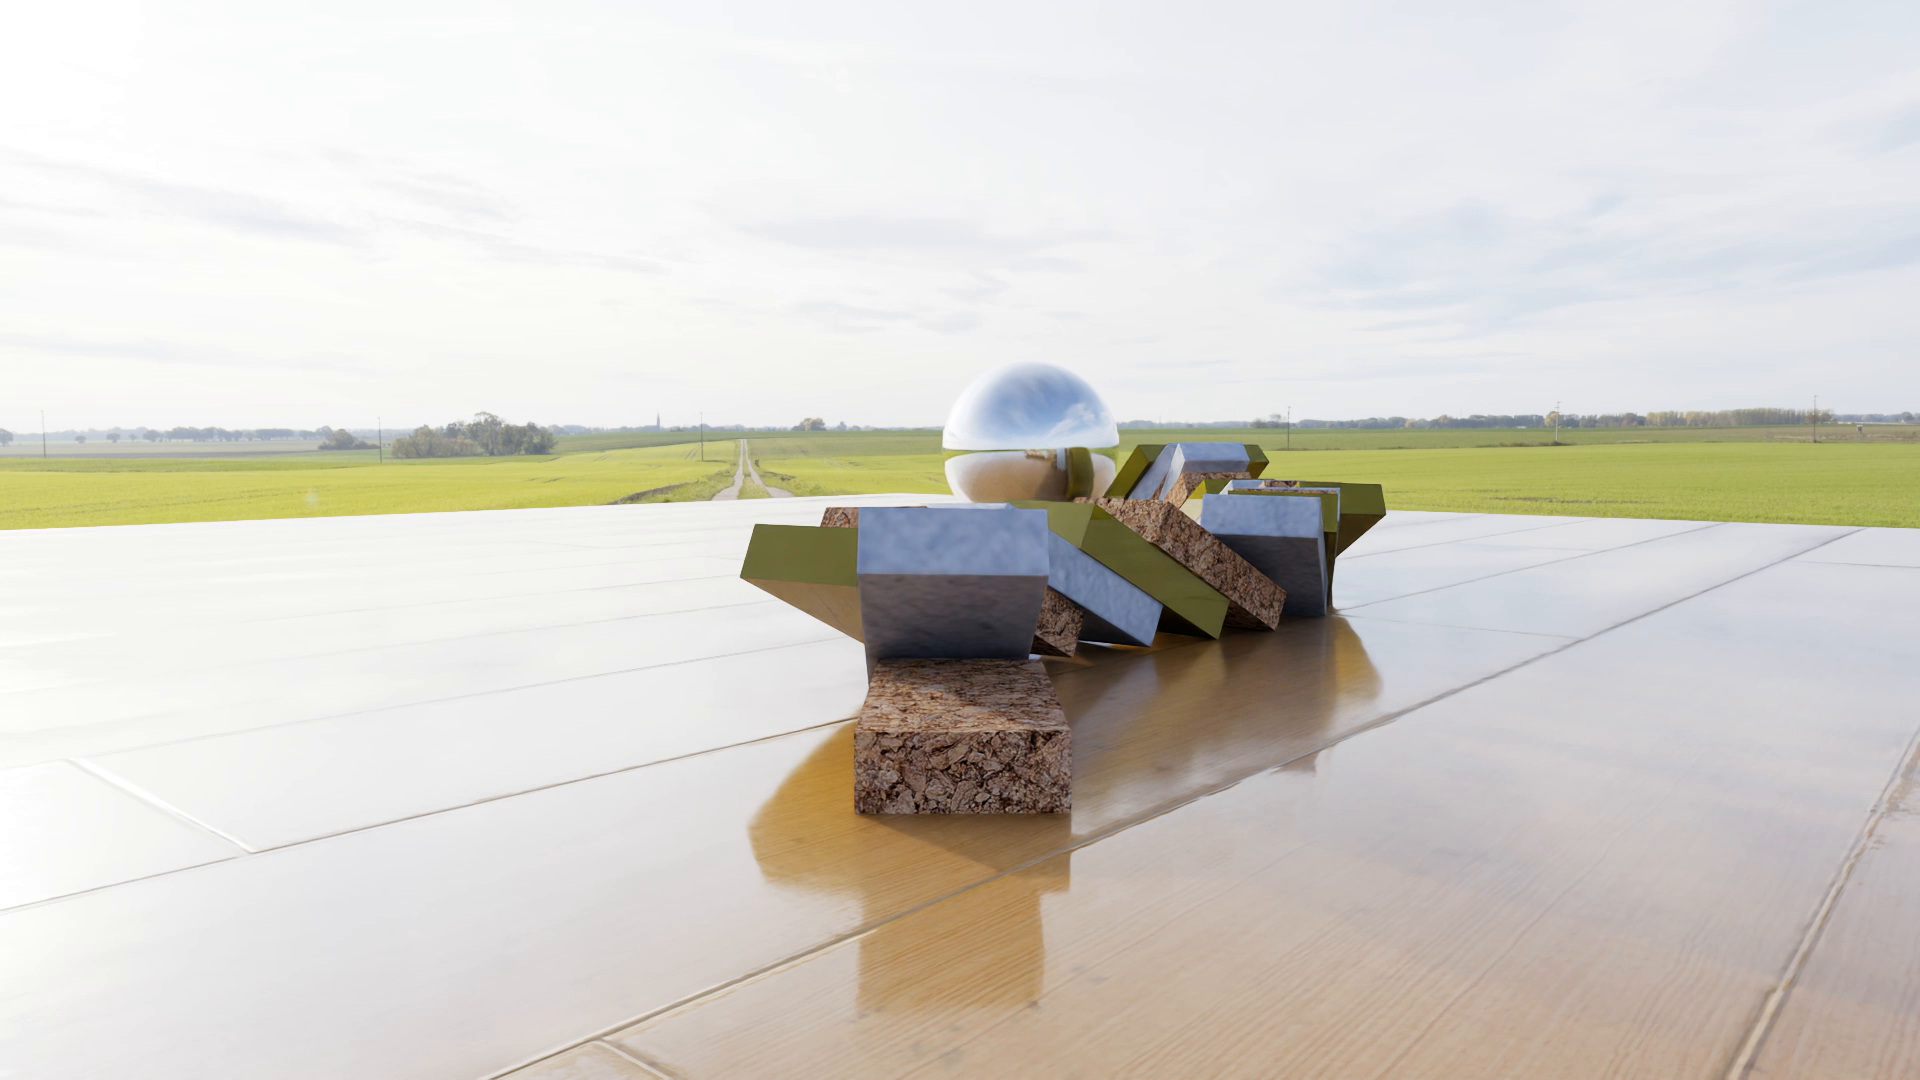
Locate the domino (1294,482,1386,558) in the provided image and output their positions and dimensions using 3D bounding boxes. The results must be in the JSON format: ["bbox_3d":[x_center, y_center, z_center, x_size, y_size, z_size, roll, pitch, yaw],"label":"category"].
[{"bbox_3d":[0.104,-0.002,0.385,0.025,0.009,0.050,1,-23,-10],"label":"domino"}]

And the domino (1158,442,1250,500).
[{"bbox_3d":[0.090,-0.016,0.488,0.025,0.050,0.009,-1,47,-11],"label":"domino"}]

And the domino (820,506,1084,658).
[{"bbox_3d":[-0.001,0.008,0.242,0.025,0.010,0.050,1,-23,42],"label":"domino"}]

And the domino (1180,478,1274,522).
[{"bbox_3d":[0.089,-0.007,0.449,0.025,0.009,0.050,-1,-22,-11],"label":"domino"}]

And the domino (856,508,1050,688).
[{"bbox_3d":[-0.002,0.010,0.191,0.025,0.010,0.050,1,-24,-2],"label":"domino"}]

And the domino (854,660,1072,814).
[{"bbox_3d":[0.000,0.025,0.172,0.025,0.010,0.050,0,4,0],"label":"domino"}]

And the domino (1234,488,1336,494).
[{"bbox_3d":[0.086,0.001,0.341,0.025,0.010,0.050,2,-22,15],"label":"domino"}]

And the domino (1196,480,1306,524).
[{"bbox_3d":[0.094,-0.005,0.427,0.025,0.009,0.050,0,-23,-11],"label":"domino"}]

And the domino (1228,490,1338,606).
[{"bbox_3d":[0.080,0.003,0.320,0.025,0.010,0.050,3,-22,15],"label":"domino"}]

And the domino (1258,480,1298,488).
[{"bbox_3d":[0.099,-0.004,0.406,0.025,0.010,0.050,1,-23,-11],"label":"domino"}]

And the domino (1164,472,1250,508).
[{"bbox_3d":[0.086,-0.009,0.468,0.025,0.009,0.050,-1,-25,-11],"label":"domino"}]

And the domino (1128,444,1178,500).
[{"bbox_3d":[0.084,-0.019,0.530,0.025,0.050,0.010,-1,49,-36],"label":"domino"}]

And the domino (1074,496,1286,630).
[{"bbox_3d":[0.049,0.006,0.286,0.025,0.010,0.050,5,-20,47],"label":"domino"}]

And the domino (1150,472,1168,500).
[{"bbox_3d":[0.091,-0.017,0.518,0.025,0.050,0.010,-2,50,-30],"label":"domino"}]

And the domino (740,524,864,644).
[{"bbox_3d":[-0.012,0.011,0.223,0.025,0.010,0.050,3,-19,32],"label":"domino"}]

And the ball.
[{"bbox_3d":[0.032,-0.041,0.579,0.080,0.080,0.080,0,4,0],"label":"ball"}]

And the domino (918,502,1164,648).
[{"bbox_3d":[0.015,0.007,0.257,0.025,0.010,0.050,2,-22,47],"label":"domino"}]

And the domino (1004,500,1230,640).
[{"bbox_3d":[0.033,0.007,0.272,0.025,0.009,0.050,4,-21,47],"label":"domino"}]

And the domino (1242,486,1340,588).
[{"bbox_3d":[0.093,0.000,0.362,0.025,0.010,0.050,1,-22,14],"label":"domino"}]

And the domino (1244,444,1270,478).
[{"bbox_3d":[0.098,-0.017,0.507,0.025,0.050,0.009,-2,49,-30],"label":"domino"}]

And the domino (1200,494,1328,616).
[{"bbox_3d":[0.072,0.004,0.300,0.025,0.009,0.050,3,-22,19],"label":"domino"}]

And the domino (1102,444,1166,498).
[{"bbox_3d":[0.074,-0.019,0.540,0.025,0.050,0.010,-3,50,-34],"label":"domino"}]
